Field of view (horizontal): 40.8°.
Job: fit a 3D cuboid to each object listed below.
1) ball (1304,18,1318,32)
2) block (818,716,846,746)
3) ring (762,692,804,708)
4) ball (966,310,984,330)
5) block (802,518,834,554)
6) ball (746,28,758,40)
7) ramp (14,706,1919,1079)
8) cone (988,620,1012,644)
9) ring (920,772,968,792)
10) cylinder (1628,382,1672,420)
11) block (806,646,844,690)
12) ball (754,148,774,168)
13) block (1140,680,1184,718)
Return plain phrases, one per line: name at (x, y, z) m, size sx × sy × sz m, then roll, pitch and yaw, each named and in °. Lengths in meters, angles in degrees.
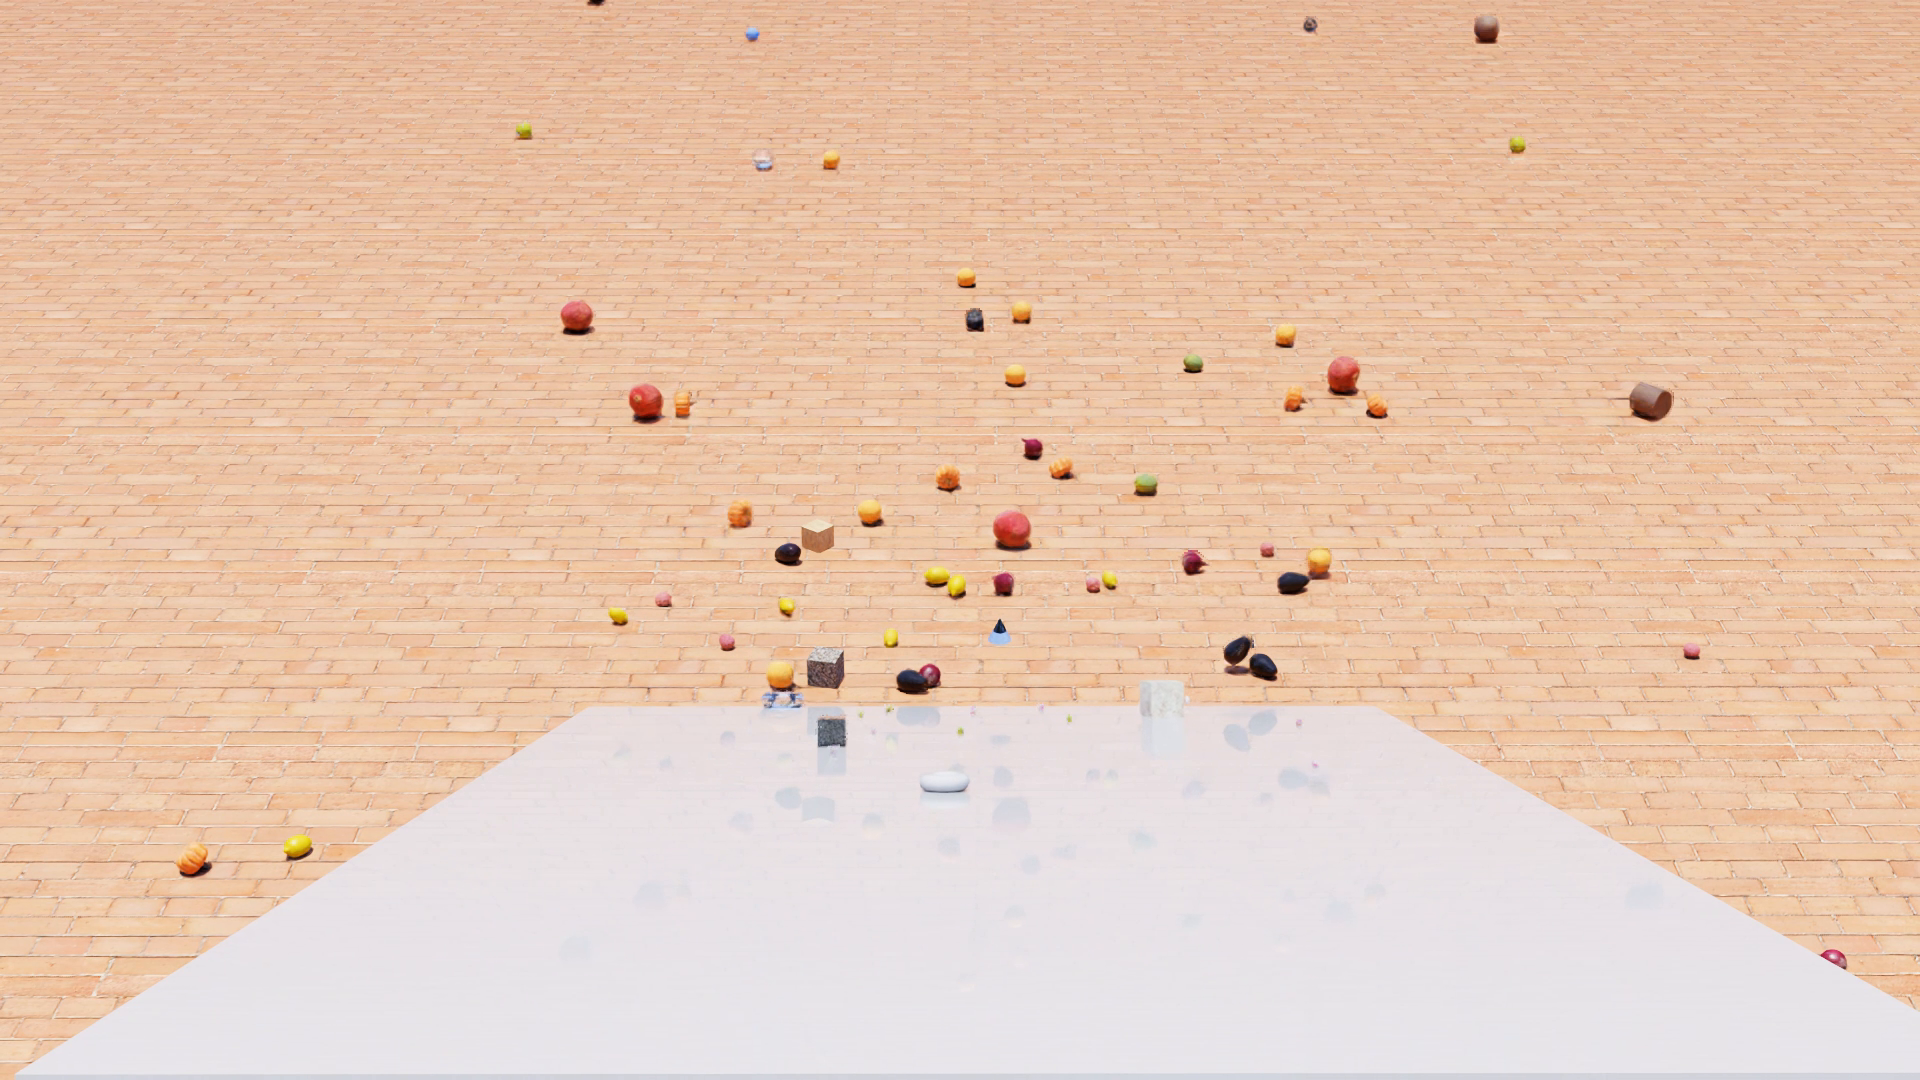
ball at (1.766, -2.594, 12.995) m, size 0.070 × 0.070 × 0.070 m, roll 0°, pitch 26°, yaw 0°
block at (-0.280, 0.418, 5.639) m, size 0.060 × 0.060 × 0.060 m, roll 0°, pitch 2°, yaw 0°
ring at (-0.449, 0.405, 6.558) m, size 0.111 × 0.037 × 0.111 m, roll 1°, pitch 0°, yaw 0°
ball at (0.052, -0.787, 9.223) m, size 0.068 × 0.068 × 0.068 m, roll 0°, pitch 26°, yaw 0°
block at (-0.419, -0.011, 7.603) m, size 0.068 × 0.068 × 0.068 m, roll 20°, pitch 32°, yaw 36°
ball at (-1.034, -2.520, 12.847) m, size 0.065 × 0.065 × 0.065 m, roll 0°, pitch 26°, yaw 0°
ramp at (0.058, 0.527, 4.564) m, size 2.000 × 0.100 × 4.000 m, roll 0°, pitch 2°, yaw 0°
cone at (0.109, 0.242, 7.074) m, size 0.067 × 0.067 × 0.067 m, roll 0°, pitch 26°, yaw 0°
ring at (-0.030, 0.454, 4.840) m, size 0.094 × 0.031 × 0.094 m, roll -1°, pitch 2°, yaw 0°
cylinder at (2.276, -0.459, 8.500) m, size 0.099 × 0.099 × 0.099 m, roll -20°, pitch 32°, yaw -35°
block at (-0.357, 0.339, 6.858) m, size 0.079 × 0.079 × 0.079 m, roll 6°, pitch 26°, yaw 13°
ball at (-0.835, -1.617, 10.936) m, size 0.084 × 0.084 × 0.084 m, roll 0°, pitch 26°, yaw 0°
block at (0.494, 0.388, 6.305) m, size 0.084 × 0.084 × 0.084 m, roll 0°, pitch 2°, yaw -15°
